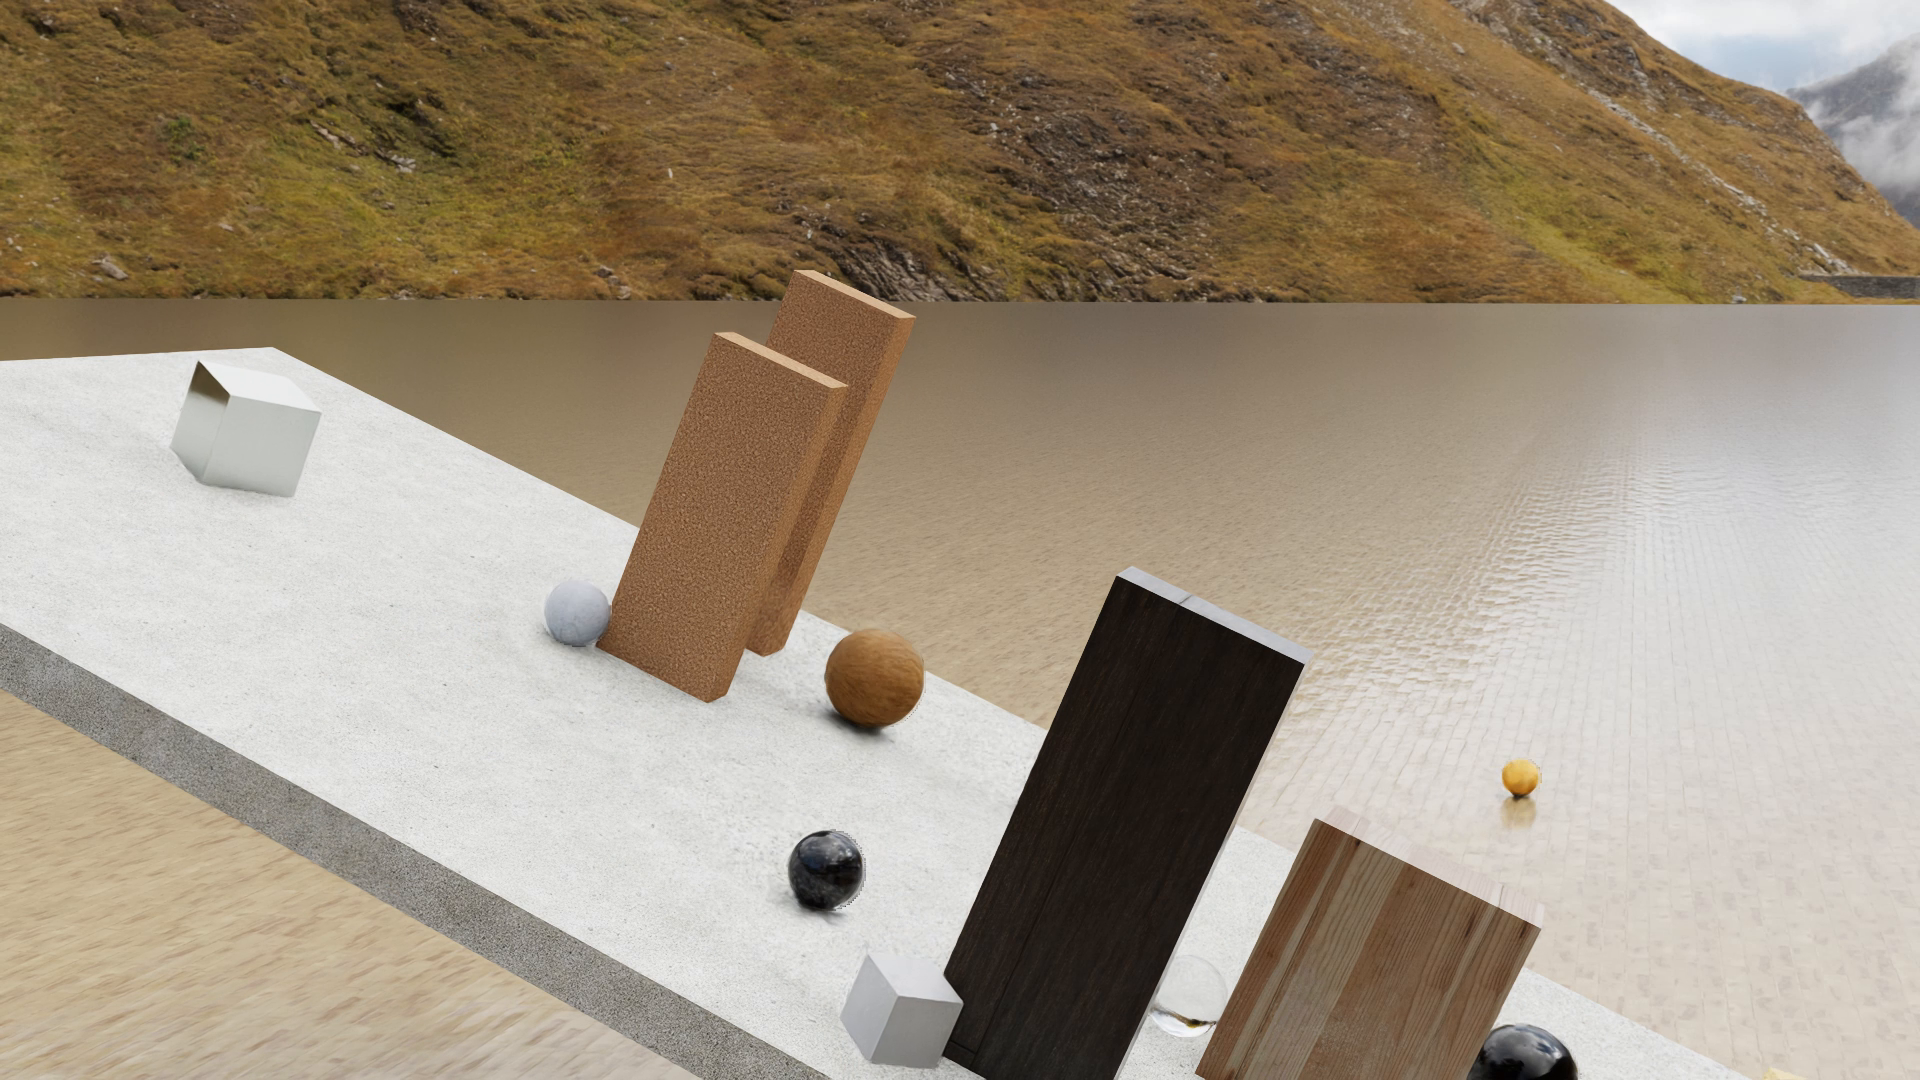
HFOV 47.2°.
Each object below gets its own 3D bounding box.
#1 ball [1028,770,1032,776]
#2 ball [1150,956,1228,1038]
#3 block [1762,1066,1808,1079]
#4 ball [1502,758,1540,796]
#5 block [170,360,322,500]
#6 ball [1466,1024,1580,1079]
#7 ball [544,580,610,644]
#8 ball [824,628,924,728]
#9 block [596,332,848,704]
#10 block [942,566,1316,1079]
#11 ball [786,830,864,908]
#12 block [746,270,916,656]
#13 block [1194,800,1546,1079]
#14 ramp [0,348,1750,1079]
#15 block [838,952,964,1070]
[{"bbox_3d":[0.198,0.508,4.529,0.123,0.123,0.123,0,7,0],"label":"ball"},{"bbox_3d":[0.386,0.776,3.734,0.137,0.137,0.137,0,7,0],"label":"ball"},{"bbox_3d":[1.640,1.152,4.277,0.156,0.156,0.156,19,13,-14],"label":"block"},{"bbox_3d":[1.995,0.844,7.829,0.131,0.131,0.131,0,7,0],"label":"ball"},{"bbox_3d":[-1.471,-0.227,4.527,0.197,0.197,0.197,11,18,-42],"label":"block"},{"bbox_3d":[0.991,0.955,3.882,0.200,0.200,0.200,0,7,0],"label":"ball"},{"bbox_3d":[-0.762,0.144,4.375,0.129,0.129,0.129,0,7,0],"label":"ball"},{"bbox_3d":[-0.179,0.287,4.594,0.209,0.209,0.209,0,7,0],"label":"ball"},{"bbox_3d":[-0.476,-0.044,4.366,0.264,0.684,0.097,26,13,13],"label":"block"},{"bbox_3d":[0.223,0.462,3.268,0.297,0.789,0.103,26,13,13],"label":"block"},{"bbox_3d":[-0.223,0.547,3.652,0.129,0.129,0.129,0,7,0],"label":"ball"},{"bbox_3d":[-0.371,-0.165,4.771,0.255,0.799,0.116,26,13,13],"label":"block"},{"bbox_3d":[0.666,0.735,3.589,0.387,0.484,0.131,26,13,13],"label":"block"},{"bbox_3d":[-0.293,0.512,4.187,4.000,0.100,2.000,26,13,13],"label":"ramp"},{"bbox_3d":[-0.088,0.703,3.281,0.116,0.116,0.116,14,15,-32],"label":"block"}]
